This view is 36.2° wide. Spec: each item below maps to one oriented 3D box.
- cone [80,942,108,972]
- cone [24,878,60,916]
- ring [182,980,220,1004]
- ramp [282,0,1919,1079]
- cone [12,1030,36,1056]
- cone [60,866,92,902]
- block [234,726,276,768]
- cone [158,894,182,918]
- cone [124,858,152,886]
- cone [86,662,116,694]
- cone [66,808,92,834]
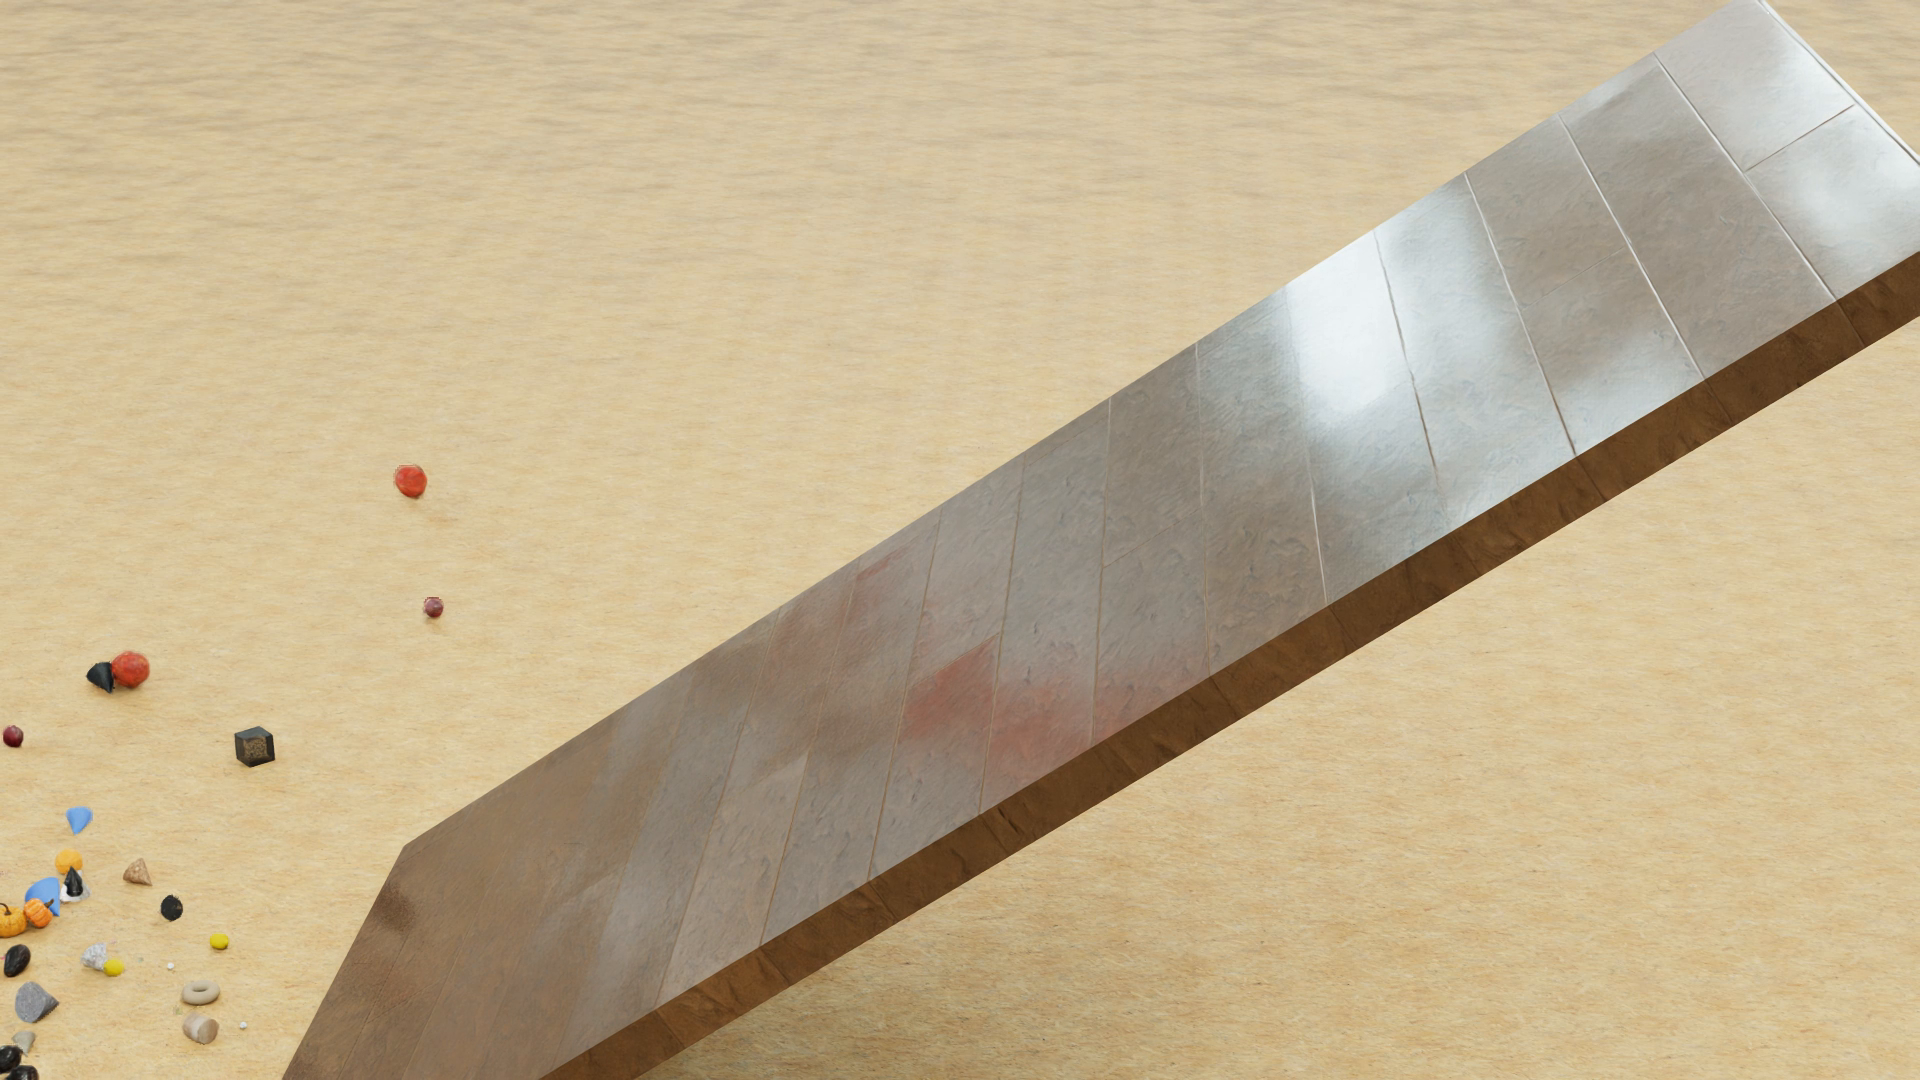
[{"bbox_3d":[-2.129,1.049,7.287,0.072,0.072,0.072,43,40,22],"label":"cone"},{"bbox_3d":[-2.339,0.935,7.565,0.096,0.096,0.096,-19,55,-39],"label":"cone"},{"bbox_3d":[-1.848,1.101,7.158,0.092,0.031,0.092,0,20,0],"label":"ring"},{"bbox_3d":[0.136,0.174,6.305,4.000,0.100,2.000,-32,16,15],"label":"ramp"},{"bbox_3d":[-2.201,1.194,6.925,0.056,0.056,0.056,-6,49,-16],"label":"cone"},{"bbox_3d":[-2.305,0.882,7.644,0.085,0.085,0.085,0,21,0],"label":"cone"},{"bbox_3d":[-2.014,0.591,8.400,0.080,0.080,0.080,-17,27,-38],"label":"block"},{"bbox_3d":[-2.041,0.950,7.547,0.065,0.065,0.065,-27,4,35],"label":"cone"},{"bbox_3d":[-2.142,0.885,7.710,0.072,0.072,0.072,41,36,15],"label":"cone"},{"bbox_3d":[-2.573,0.432,8.862,0.092,0.092,0.092,-13,51,-30],"label":"cone"},{"bbox_3d":[-2.398,0.776,7.991,0.071,0.071,0.071,-2,48,-5],"label":"cone"}]
